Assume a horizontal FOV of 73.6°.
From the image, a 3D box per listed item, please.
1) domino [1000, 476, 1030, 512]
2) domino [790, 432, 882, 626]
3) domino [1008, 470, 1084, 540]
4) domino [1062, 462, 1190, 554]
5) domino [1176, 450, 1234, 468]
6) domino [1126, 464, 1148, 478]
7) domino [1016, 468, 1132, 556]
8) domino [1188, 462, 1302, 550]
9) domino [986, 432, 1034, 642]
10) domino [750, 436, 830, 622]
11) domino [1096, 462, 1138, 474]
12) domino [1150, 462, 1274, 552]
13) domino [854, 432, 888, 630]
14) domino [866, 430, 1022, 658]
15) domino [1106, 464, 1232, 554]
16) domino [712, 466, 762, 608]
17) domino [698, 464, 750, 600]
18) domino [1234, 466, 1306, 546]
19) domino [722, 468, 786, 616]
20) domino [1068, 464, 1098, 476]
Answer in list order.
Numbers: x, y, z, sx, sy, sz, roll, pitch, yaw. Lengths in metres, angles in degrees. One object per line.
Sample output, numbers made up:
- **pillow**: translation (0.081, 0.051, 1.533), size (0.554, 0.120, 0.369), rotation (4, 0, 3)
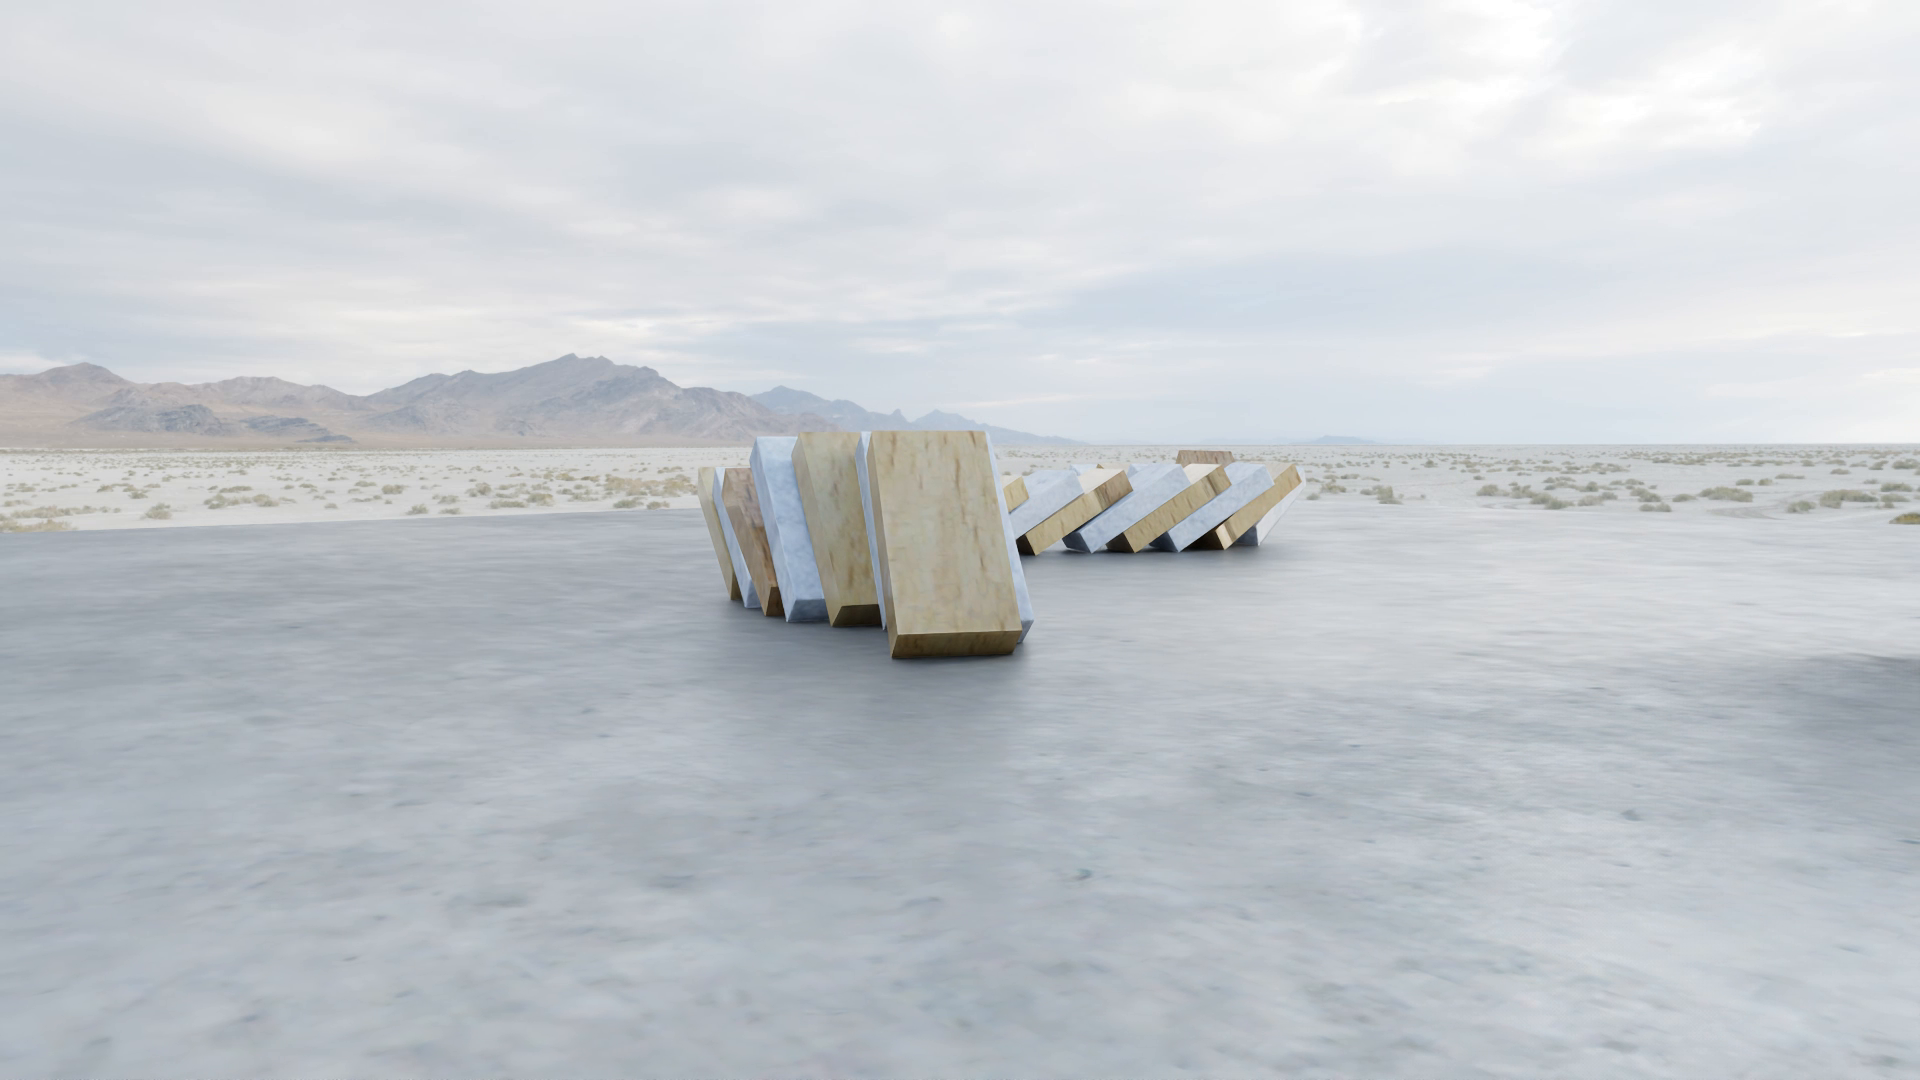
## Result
- **domino**: translation (0.000, -0.009, 0.486), size (0.050, 0.009, 0.025), rotation (-34, 23, -32)
- **domino**: translation (-0.023, -0.004, 0.313), size (0.025, 0.050, 0.010), rotation (-2, -33, -24)
- **domino**: translation (0.021, -0.011, 0.499), size (0.050, 0.009, 0.025), rotation (-34, 20, -25)
- **domino**: translation (0.065, -0.013, 0.512), size (0.050, 0.010, 0.025), rotation (-34, 14, -13)
- **domino**: translation (0.115, -0.021, 0.581), size (0.025, 0.009, 0.050), rotation (1, 44, -7)
- **domino**: translation (0.101, -0.019, 0.599), size (0.025, 0.009, 0.050), rotation (-2, 35, -28)
- **domino**: translation (0.041, -0.012, 0.508), size (0.050, 0.009, 0.025), rotation (-33, 17, -20)
- **domino**: translation (0.116, -0.015, 0.534), size (0.050, 0.010, 0.025), rotation (-38, 21, -23)
- **domino**: translation (-0.002, -0.001, 0.281), size (0.025, 0.050, 0.009), rotation (-1, -33, -17)
- **domino**: translation (-0.035, -0.004, 0.321), size (0.025, 0.050, 0.009), rotation (-2, -35, -24)
- **domino**: translation (0.088, -0.020, 0.614), size (0.025, 0.010, 0.050), rotation (-3, 35, -34)
- **domino**: translation (0.100, -0.014, 0.521), size (0.050, 0.009, 0.025), rotation (-34, 14, -13)
- **domino**: translation (-0.009, -0.003, 0.304), size (0.025, 0.050, 0.010), rotation (-1, -33, -17)
- **domino**: translation (-0.004, 0.000, 0.268), size (0.025, 0.050, 0.009), rotation (-1, -33, -13)
- **domino**: translation (0.082, -0.013, 0.516), size (0.050, 0.010, 0.025), rotation (-34, 14, -14)
- **domino**: translation (-0.051, -0.002, 0.353), size (0.025, 0.009, 0.050), rotation (-2, 39, -22)
- **domino**: translation (-0.059, -0.004, 0.370), size (0.025, 0.010, 0.050), rotation (-5, 39, -21)
- **domino**: translation (0.128, -0.017, 0.558), size (0.025, 0.009, 0.050), rotation (10, 38, 36)
- **domino**: translation (-0.044, -0.001, 0.337), size (0.025, 0.010, 0.050), rotation (-3, 39, -25)
- **domino**: translation (0.076, -0.021, 0.630), size (0.025, 0.010, 0.050), rotation (-3, 34, -34)
